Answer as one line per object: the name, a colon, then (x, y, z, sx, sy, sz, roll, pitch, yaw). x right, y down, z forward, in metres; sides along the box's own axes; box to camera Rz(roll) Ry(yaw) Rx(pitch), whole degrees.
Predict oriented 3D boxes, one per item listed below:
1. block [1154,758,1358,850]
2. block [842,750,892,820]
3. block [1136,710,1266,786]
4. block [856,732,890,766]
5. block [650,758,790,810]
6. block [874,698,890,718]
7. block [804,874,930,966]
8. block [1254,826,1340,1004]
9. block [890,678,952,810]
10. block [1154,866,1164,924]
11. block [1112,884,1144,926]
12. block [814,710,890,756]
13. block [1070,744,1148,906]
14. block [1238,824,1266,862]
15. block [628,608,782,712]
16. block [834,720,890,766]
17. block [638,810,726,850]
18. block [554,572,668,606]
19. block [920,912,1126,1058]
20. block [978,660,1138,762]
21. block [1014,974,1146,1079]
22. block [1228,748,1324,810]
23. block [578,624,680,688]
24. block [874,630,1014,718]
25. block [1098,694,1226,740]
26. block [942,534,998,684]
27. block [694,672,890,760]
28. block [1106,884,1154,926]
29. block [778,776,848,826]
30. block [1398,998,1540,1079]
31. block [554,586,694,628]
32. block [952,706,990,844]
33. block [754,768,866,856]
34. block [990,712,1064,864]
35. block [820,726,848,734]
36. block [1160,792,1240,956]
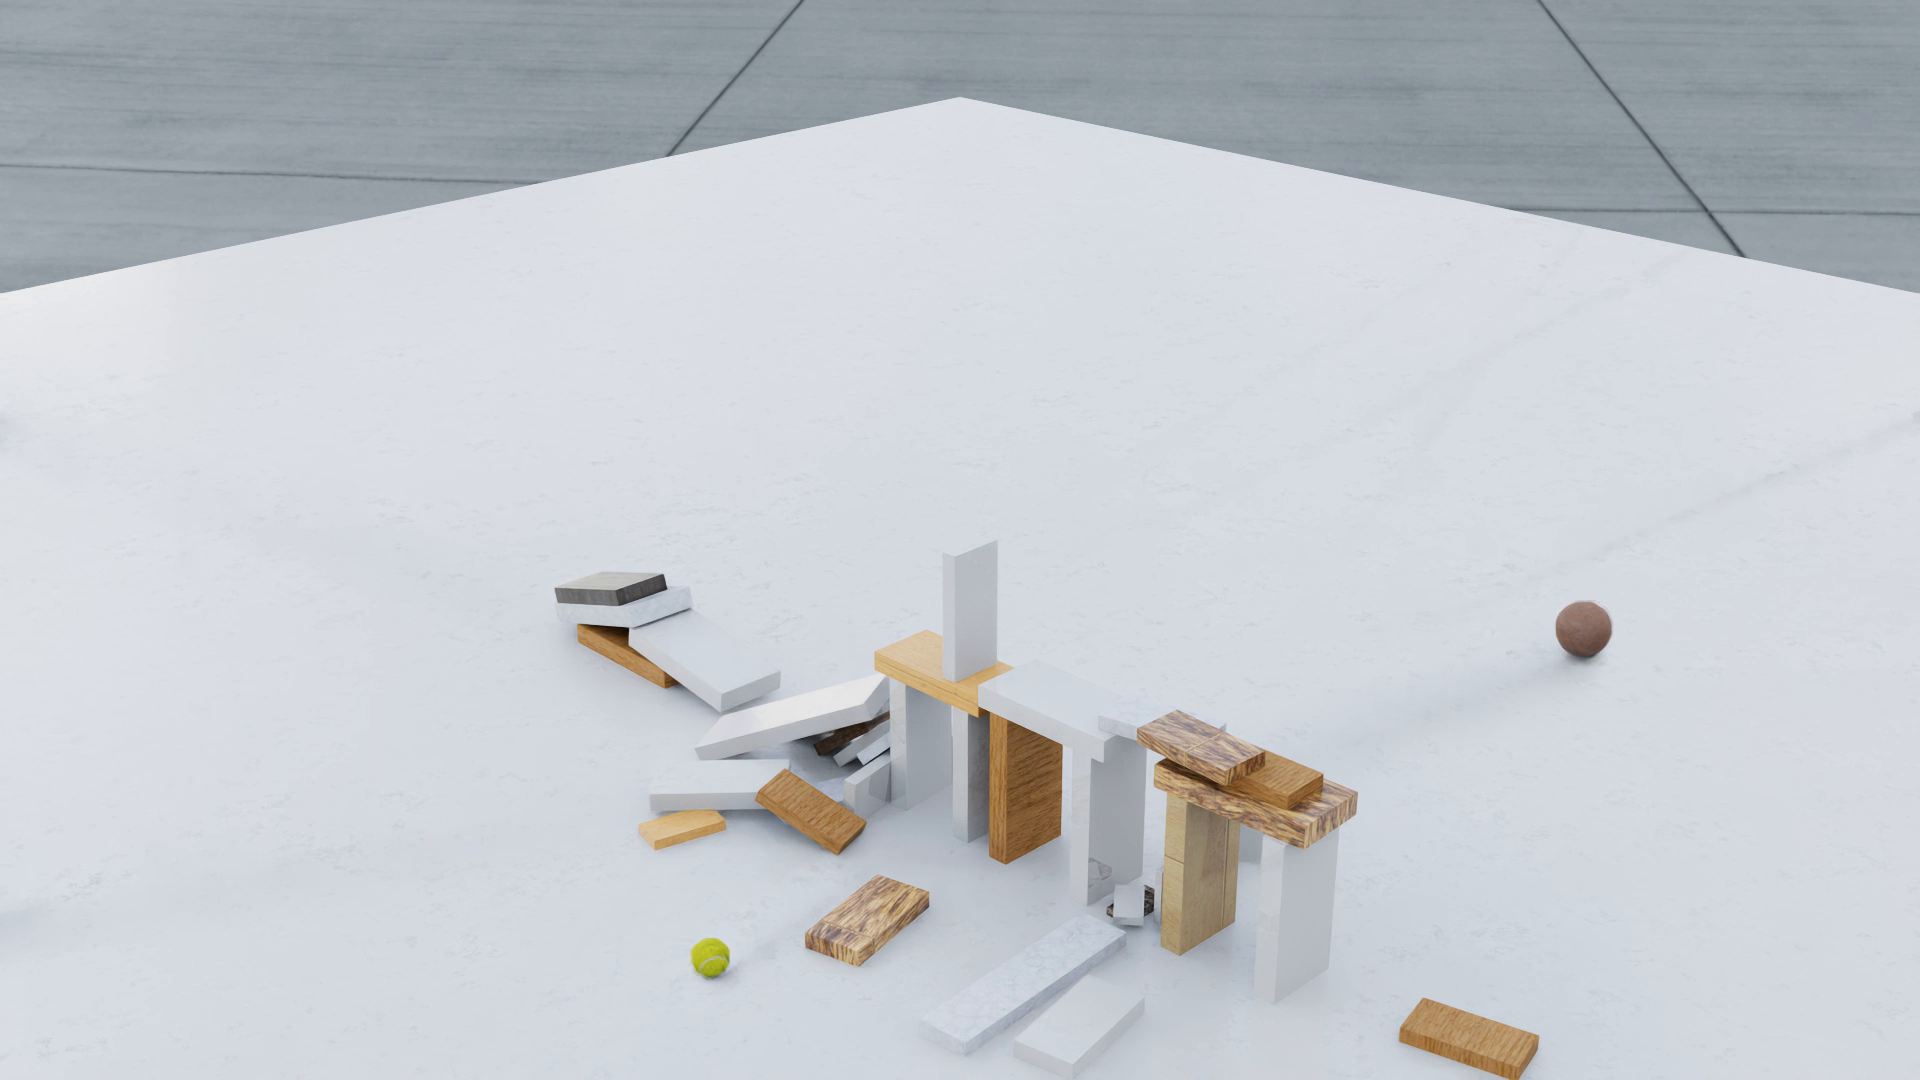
block: (0.516, 0.437, 3.853, 0.320, 0.045, 0.160, 20, 30, 38)
block: (-0.131, 0.475, 4.511, 0.029, 0.101, 0.326, 19, 29, 29)
block: (0.421, 0.363, 3.856, 0.104, 0.029, 0.208, -20, 30, -38)
block: (-0.160, 0.430, 4.552, 0.091, 0.026, 0.182, -34, -7, 0)
block: (-0.486, 0.498, 4.478, 0.273, 0.039, 0.136, -1, 23, 1)
block: (-0.224, 0.353, 4.613, 0.191, 0.027, 0.095, -8, 13, 47)
block: (-0.170, 0.701, 4.065, 0.117, 0.033, 0.235, 14, 27, 29)
block: (0.589, 0.637, 3.849, 0.045, 0.320, 0.160, 21, 31, 41)
block: (-0.079, 0.389, 4.472, 0.041, 0.291, 0.145, 17, 29, 35)
block: (0.385, 0.653, 4.080, 0.016, 0.112, 0.056, 21, 31, 40)
block: (0.315, 0.680, 4.098, 0.056, 0.016, 0.112, 2, 23, 5)
block: (-0.218, 0.401, 4.641, 0.095, 0.027, 0.191, -24, -4, -43)
block: (0.279, 0.515, 4.139, 0.045, 0.319, 0.159, 21, 31, 41)
block: (0.556, 0.574, 4.276, 0.208, 0.104, 0.029, 2, 23, 5)
block: (-0.578, 0.265, 4.966, 0.169, 0.048, 0.338, -21, 39, -40)
block: (-0.180, 0.415, 4.601, 0.091, 0.026, 0.182, -24, -10, -44)
block: (-0.554, 0.572, 4.385, 0.155, 0.022, 0.077, -13, 26, -29)
block: (-0.821, 0.114, 5.159, 0.136, 0.039, 0.273, -20, 13, -39)
block: (0.117, 0.780, 3.886, 0.104, 0.029, 0.446, 19, 29, 37)
block: (0.204, 0.318, 4.137, 0.319, 0.045, 0.159, 21, 31, 41)
block: (0.206, 0.831, 3.760, 0.117, 0.033, 0.235, 15, 27, 32)
block: (0.517, 0.403, 3.836, 0.208, 0.029, 0.104, 21, 30, 40)
block: (-0.723, 0.244, 5.124, 0.169, 0.048, 0.338, -21, 31, -40)
block: (-0.017, 0.261, 4.348, 0.291, 0.041, 0.145, 21, 31, 41)
block: (0.367, 0.337, 3.993, 0.208, 0.029, 0.104, 15, 27, 32)
block: (0.020, 0.133, 4.255, 0.033, 0.267, 0.117, 21, 31, 41)
block: (-0.345, 0.371, 4.590, 0.440, 0.039, 0.136, -17, 19, 29)
block: (0.333, 0.685, 4.127, 0.056, 0.016, 0.112, 21, 31, 40)
block: (-0.289, 0.529, 4.481, 0.182, 0.026, 0.091, -11, 25, -24)
block: (0.863, 0.846, 3.730, 0.208, 0.029, 0.104, 14, 27, 30)
block: (-0.791, 0.151, 5.164, 0.169, 0.048, 0.338, -20, 13, -38)
block: (0.052, 0.441, 4.350, 0.041, 0.291, 0.145, 21, 31, 41)
block: (-0.296, 0.538, 4.362, 0.202, 0.029, 0.101, 31, 32, 14)
block: (0.129, 0.456, 4.277, 0.045, 0.319, 0.159, 21, 31, 41)
block: (-0.295, 0.387, 4.720, 0.095, 0.027, 0.191, -25, 11, -40)
block: (0.438, 0.578, 3.988, 0.045, 0.320, 0.160, 21, 31, 41)
